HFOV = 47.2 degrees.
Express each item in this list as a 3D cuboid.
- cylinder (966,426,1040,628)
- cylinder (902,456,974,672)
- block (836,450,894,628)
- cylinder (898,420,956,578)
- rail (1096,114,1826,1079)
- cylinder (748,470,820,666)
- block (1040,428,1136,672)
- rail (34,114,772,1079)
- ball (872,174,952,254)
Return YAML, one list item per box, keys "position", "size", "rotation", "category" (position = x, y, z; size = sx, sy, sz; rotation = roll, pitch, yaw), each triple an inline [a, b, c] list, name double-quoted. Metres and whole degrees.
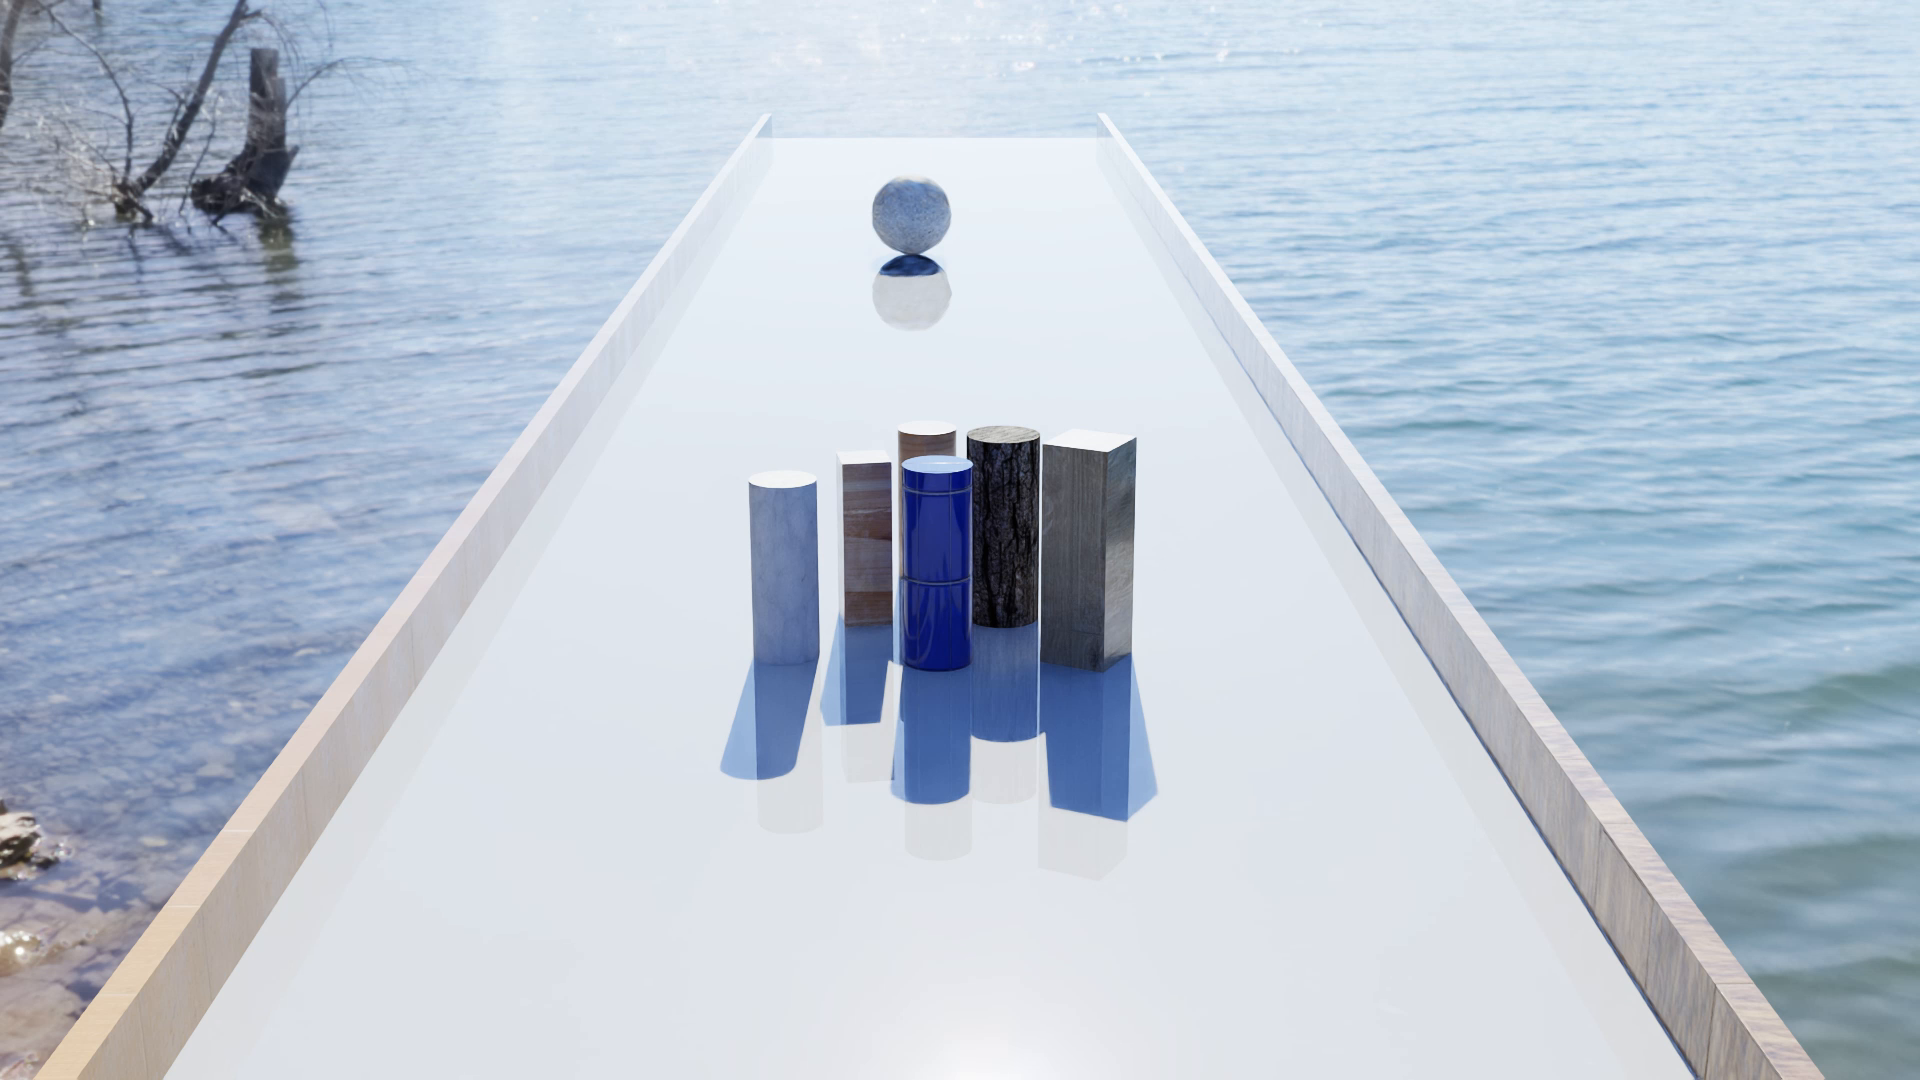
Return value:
- position: [0.090, -0.028, 4.622]
  size: [0.154, 0.399, 0.154]
  rotation: [0, 17, 0]
  category: "cylinder"
- position: [-0.044, 0.047, 4.356]
  size: [0.139, 0.407, 0.139]
  rotation: [0, 17, 0]
  category: "cylinder"
- position: [-0.200, -0.003, 4.618]
  size: [0.103, 0.353, 0.103]
  rotation: [-3, 17, -10]
  category: "block"
- position: [-0.073, -0.085, 4.912]
  size: [0.132, 0.342, 0.132]
  rotation: [0, 17, 0]
  category: "cylinder"
- position: [0.932, -0.844, 7.801]
  size: [0.050, 0.150, 12.000]
  rotation: [0, 17, -1]
  category: "rail"
- position: [-0.351, 0.055, 4.400]
  size: [0.135, 0.366, 0.135]
  rotation: [0, 17, 0]
  category: "cylinder"
- position: [0.254, 0.020, 4.370]
  size: [0.139, 0.450, 0.139]
  rotation: [9, 19, 27]
  category: "block"
- position: [-1.118, -0.838, 7.780]
  size: [0.050, 0.150, 12.000]
  rotation: [0, 17, -1]
  category: "rail"
- position: [-0.204, -1.371, 9.242]
  size: [0.339, 0.339, 0.339]
  rotation: [0, 17, 0]
  category: "ball"
